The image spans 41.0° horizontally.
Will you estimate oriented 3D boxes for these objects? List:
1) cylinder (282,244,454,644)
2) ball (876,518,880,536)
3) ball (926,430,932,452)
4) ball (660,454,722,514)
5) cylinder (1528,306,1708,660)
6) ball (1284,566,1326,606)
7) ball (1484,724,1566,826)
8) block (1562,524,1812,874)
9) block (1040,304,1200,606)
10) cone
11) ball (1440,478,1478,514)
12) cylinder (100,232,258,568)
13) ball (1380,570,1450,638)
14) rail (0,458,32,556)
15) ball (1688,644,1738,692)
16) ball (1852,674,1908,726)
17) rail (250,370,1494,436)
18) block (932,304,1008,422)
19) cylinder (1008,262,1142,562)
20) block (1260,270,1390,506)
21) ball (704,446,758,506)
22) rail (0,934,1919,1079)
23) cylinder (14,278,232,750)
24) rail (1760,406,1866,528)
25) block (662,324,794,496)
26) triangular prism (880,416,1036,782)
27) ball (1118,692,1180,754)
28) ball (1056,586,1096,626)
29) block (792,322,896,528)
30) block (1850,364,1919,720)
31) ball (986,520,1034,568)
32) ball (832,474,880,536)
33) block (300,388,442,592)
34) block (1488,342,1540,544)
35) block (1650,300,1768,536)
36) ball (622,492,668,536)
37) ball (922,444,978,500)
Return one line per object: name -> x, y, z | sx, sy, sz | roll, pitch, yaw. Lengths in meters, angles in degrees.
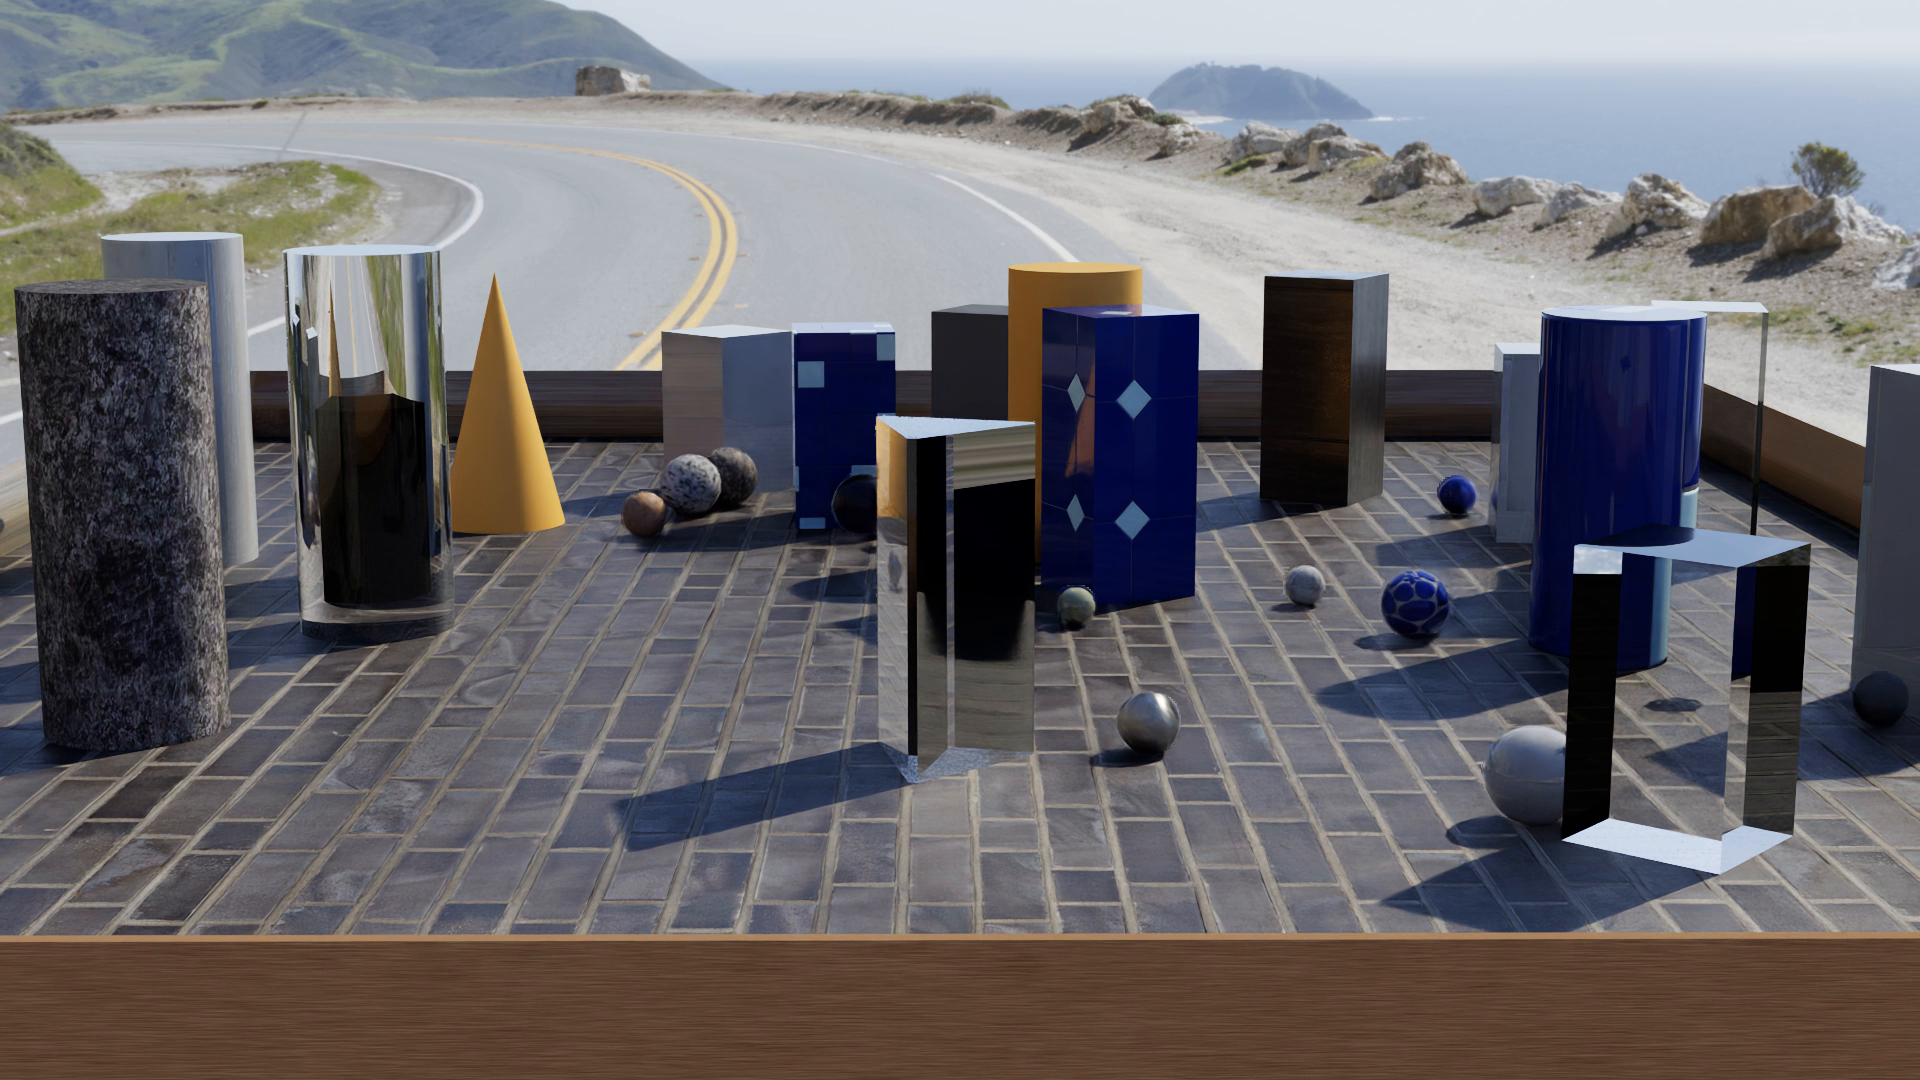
cylinder -> -0.766, -0.129, 3.333 | 0.200, 0.494, 0.200 | 0, 10, 0
ball -> -0.098, -0.020, 3.937 | 0.060, 0.060, 0.060 | 0, 10, 0
ball -> -0.022, -0.179, 4.746 | 0.079, 0.079, 0.079 | 0, 10, 0
ball -> -0.442, -0.091, 4.212 | 0.100, 0.100, 0.100 | 0, 10, 0
cylinder -> 0.824, -0.074, 3.223 | 0.200, 0.424, 0.200 | 0, 10, 0
ball -> 0.471, 0.062, 3.506 | 0.055, 0.055, 0.055 | 0, 10, 0
ball -> 0.558, 0.228, 2.491 | 0.097, 0.097, 0.097 | 0, 10, 0
block -> 0.686, 0.144, 2.426 | 0.160, 0.286, 0.160 | 9, 14, 40
block -> 0.221, -0.123, 3.575 | 0.160, 0.393, 0.160 | -5, 11, -24
cone -> -0.738, -0.227, 4.106 | 0.200, 0.405, 0.200 | 0, 10, 0
ball -> 0.819, -0.073, 4.218 | 0.061, 0.061, 0.061 | 0, 10, 0
cylinder -> -1.153, -0.208, 3.799 | 0.200, 0.480, 0.200 | 0, 10, 0
ball -> 0.587, 0.082, 3.307 | 0.087, 0.087, 0.087 | 0, 10, 0
rail -> -1.416, 0.035, 3.441 | 0.045, 0.130, 3.365 | 0, 10, 0
ball -> 0.886, 0.151, 3.020 | 0.056, 0.056, 0.056 | 0, 10, 0
ball -> 1.029, 0.178, 2.869 | 0.058, 0.058, 0.058 | 0, 10, 0
rail -> -0.010, -0.268, 5.080 | 2.880, 0.130, 0.045 | 0, 10, 0
block -> 0.057, -0.262, 4.585 | 0.160, 0.300, 0.160 | 5, 12, 26
cylinder -> 0.172, -0.194, 3.855 | 0.200, 0.431, 0.200 | 0, 10, 0
block -> 0.620, -0.262, 4.369 | 0.160, 0.379, 0.160 | 6, 12, 30
ball -> -0.389, -0.107, 4.299 | 0.099, 0.099, 0.099 | 0, 10, 0
rail -> 0.010, 0.335, 1.817 | 2.880, 0.130, 0.045 | 0, 10, 0
cylinder -> -0.917, -0.033, 2.819 | 0.200, 0.492, 0.200 | 0, 10, 0
rail -> 1.416, 0.032, 3.457 | 0.045, 0.130, 3.365 | 0, 10, 0
block -> -0.402, -0.225, 4.453 | 0.160, 0.276, 0.160 | 10, 14, 43
triangular prism -> -0.036, 0.054, 2.719 | 0.173, 0.358, 0.150 | -9, 14, -42
ball -> 0.202, 0.196, 2.750 | 0.066, 0.066, 0.066 | 0, 10, 0
ball -> 0.153, 0.087, 3.380 | 0.051, 0.051, 0.051 | 0, 10, 0
block -> -0.189, -0.187, 4.145 | 0.160, 0.313, 0.160 | -1, 11, -5
block -> 1.148, -0.001, 2.939 | 0.160, 0.385, 0.160 | -2, 11, -12
ball -> 0.074, 0.007, 3.766 | 0.069, 0.069, 0.069 | 0, 10, 0
ball -> -0.152, -0.055, 4.019 | 0.098, 0.098, 0.098 | 0, 10, 0
block -> -0.835, -0.072, 3.651 | 0.160, 0.266, 0.160 | 0, 10, -3
block -> 0.919, -0.153, 4.014 | 0.160, 0.293, 0.160 | 1, 11, 7
block -> 1.116, -0.165, 3.860 | 0.160, 0.373, 0.160 | 2, 11, 13
ball -> -0.493, -0.040, 4.018 | 0.070, 0.070, 0.070 | 0, 10, 0
ball -> -0.017, -0.114, 4.345 | 0.096, 0.096, 0.096 | 0, 10, 0
